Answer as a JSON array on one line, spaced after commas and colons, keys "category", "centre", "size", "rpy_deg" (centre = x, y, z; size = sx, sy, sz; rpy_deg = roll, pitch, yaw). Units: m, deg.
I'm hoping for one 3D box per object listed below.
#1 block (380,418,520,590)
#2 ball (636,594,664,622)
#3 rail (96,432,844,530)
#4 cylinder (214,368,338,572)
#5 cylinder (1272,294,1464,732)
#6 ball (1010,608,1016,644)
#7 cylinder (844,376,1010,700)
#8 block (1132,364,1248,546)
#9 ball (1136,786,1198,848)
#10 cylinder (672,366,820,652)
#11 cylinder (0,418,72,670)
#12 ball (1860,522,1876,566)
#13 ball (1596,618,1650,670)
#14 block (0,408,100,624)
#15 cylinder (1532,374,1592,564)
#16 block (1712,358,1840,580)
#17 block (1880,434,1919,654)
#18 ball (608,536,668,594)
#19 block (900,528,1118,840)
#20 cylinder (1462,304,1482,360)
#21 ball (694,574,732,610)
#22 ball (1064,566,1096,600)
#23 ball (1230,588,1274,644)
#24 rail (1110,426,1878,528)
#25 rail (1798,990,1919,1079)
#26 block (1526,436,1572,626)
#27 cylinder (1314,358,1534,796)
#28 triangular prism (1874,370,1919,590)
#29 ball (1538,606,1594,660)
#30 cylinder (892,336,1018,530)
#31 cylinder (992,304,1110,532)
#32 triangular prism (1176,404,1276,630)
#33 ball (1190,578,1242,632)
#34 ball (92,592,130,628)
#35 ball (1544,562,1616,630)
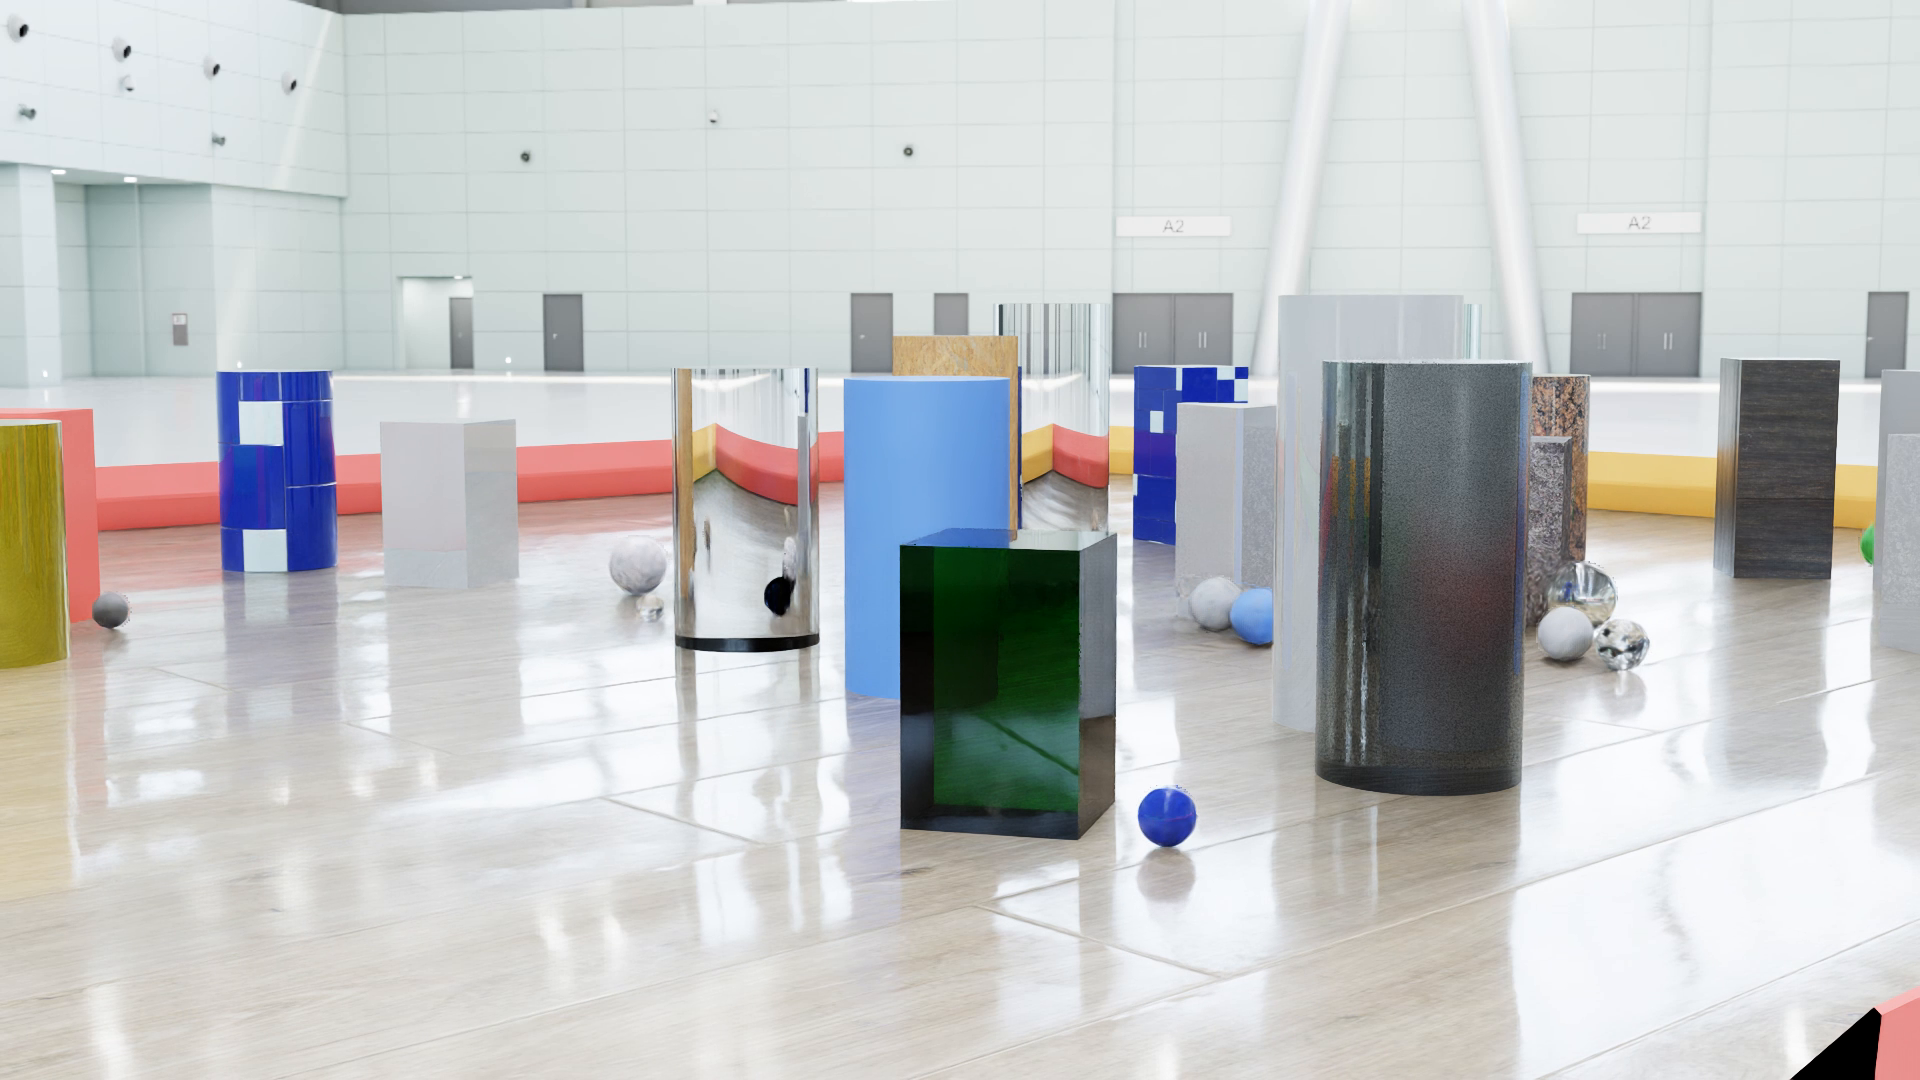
[{"category": "block", "centre": [-0.834, -0.064, 3.602], "size": [0.156, 0.265, 0.156], "rpy_deg": [2, 6, 20]}, {"category": "ball", "centre": [-0.443, 0.097, 3.145], "size": [0.041, 0.041, 0.041], "rpy_deg": [0, 6, 0]}, {"category": "rail", "centre": [-1.342, -0.118, 4.779], "size": [4.290, 0.127, 0.045], "rpy_deg": [-5, 8, -42]}, {"category": "cylinder", "centre": [-1.186, -0.124, 3.820], "size": [0.196, 0.340, 0.196], "rpy_deg": [0, 6, 0]}, {"category": "cylinder", "centre": [0.438, -0.033, 2.372], "size": [0.196, 0.460, 0.196], "rpy_deg": [0, 6, 0]}, {"category": "ball", "centre": [0.023, 0.108, 2.782], "size": [0.094, 0.094, 0.094], "rpy_deg": [0, 6, 0]}, {"category": "cylinder", "centre": [-0.039, -0.008, 2.596], "size": [0.196, 0.364, 0.196], "rpy_deg": [0, 6, 0]}, {"category": "block", "centre": [0.444, -0.167, 4.243], "size": [0.156, 0.337, 0.156], "rpy_deg": [-3, 7, -30]}, {"category": "ball", "centre": [0.172, 0.230, 1.829], "size": [0.050, 0.050, 0.050], "rpy_deg": [0, 6, 0]}, {"category": "cylinder", "centre": [-0.286, -0.046, 2.941], "size": [0.196, 0.368, 0.196], "rpy_deg": [0, 6, 0]}, {"category": "cylinder", "centre": [-1.243, 0.002, 2.801], "size": [0.196, 0.302, 0.196], "rpy_deg": [0, 6, 0]}, {"category": "ball", "centre": [1.587, 0.009, 3.761], "size": [0.088, 0.088, 0.088], "rpy_deg": [0, 6, 0]}, {"category": "ball", "centre": [0.822, 0.129, 2.727], "size": [0.064, 0.064, 0.064], "rpy_deg": [0, 6, 0]}, {"category": "block", "centre": [-1.342, -0.033, 3.130], "size": [0.156, 0.302, 0.156], "rpy_deg": [1, 6, 7]}, {"category": "cylinder", "centre": [1.026, -0.131, 3.945], "size": [0.196, 0.329, 0.196], "rpy_deg": [0, 6, 0]}, {"category": "block", "centre": [1.374, -0.124, 3.708], "size": [0.156, 0.363, 0.156], "rpy_deg": [1, 6, 7]}, {"category": "block", "centre": [1.320, 0.006, 2.862], "size": [0.156, 0.281, 0.156], "rpy_deg": [-1, 6, -12]}, {"category": "ball", "centre": [-0.505, 0.040, 3.450], "size": [0.091, 0.091, 0.091], "rpy_deg": [0, 6, 0]}, {"category": "block", "centre": [0.045, 0.121, 1.934], "size": [0.156, 0.246, 0.156], "rpy_deg": [2, 6, 16]}, {"category": "cylinder", "centre": [0.955, -0.250, 4.470], "size": [0.196, 0.456, 0.196], "rpy_deg": [0, 6, 0]}, {"category": "ball", "centre": [-0.366, 0.077, 3.263], "size": [0.055, 0.055, 0.055], "rpy_deg": [0, 6, 0]}, {"category": "ball", "centre": [0.185, 0.066, 3.389], "size": [0.051, 0.051, 0.051], "rpy_deg": [0, 6, 0]}, {"category": "ball", "centre": [0.399, 0.102, 2.937], "size": [0.074, 0.074, 0.074], "rpy_deg": [0, 6, 0]}, {"category": "rail", "centre": [1.559, -0.117, 4.763], "size": [0.045, 0.127, 4.006], "rpy_deg": [-5, 8, -42]}, {"category": "rail", "centre": [1.342, 0.184, 1.885], "size": [4.290, 0.127, 0.045], "rpy_deg": [-5, 8, -42]}, {"category": "block", "centre": [0.795, -0.017, 3.179], "size": [0.156, 0.260, 0.156], "rpy_deg": [2, 6, 20]}, {"category": "cylinder", "centre": [0.440, 0.028, 2.097], "size": [0.196, 0.396, 0.196], "rpy_deg": [0, 6, 0]}, {"category": "triangular prism", "centre": [1.505, -0.089, 3.440], "size": [0.169, 0.350, 0.147], "rpy_deg": [-5, 8, -38]}, {"category": "ball", "centre": [0.771, 0.119, 2.797], "size": [0.069, 0.069, 0.069], "rpy_deg": [0, 6, 0]}, {"category": "cylinder", "centre": [-0.008, -0.116, 3.434], "size": [0.196, 0.404, 0.196], "rpy_deg": [0, 6, 0]}, {"category": "cylinder", "centre": [0.152, -0.167, 3.679], "size": [0.196, 0.455, 0.196], "rpy_deg": [0, 6, 0]}, {"category": "triangular prism", "centre": [0.377, -0.040, 3.163], "size": [0.147, 0.310, 0.169], "rpy_deg": [4, 7, 36]}, {"category": "ball", "centre": [0.355, 0.089, 3.038], "size": [0.076, 0.076, 0.076], "rpy_deg": [0, 6, 0]}, {"category": "ball", "centre": [-1.192, 0.099, 3.083], "size": [0.050, 0.050, 0.050], "rpy_deg": [0, 6, 0]}, {"category": "ball", "centre": [0.855, 0.080, 3.032], "size": [0.098, 0.098, 0.098], "rpy_deg": [0, 6, 0]}]
